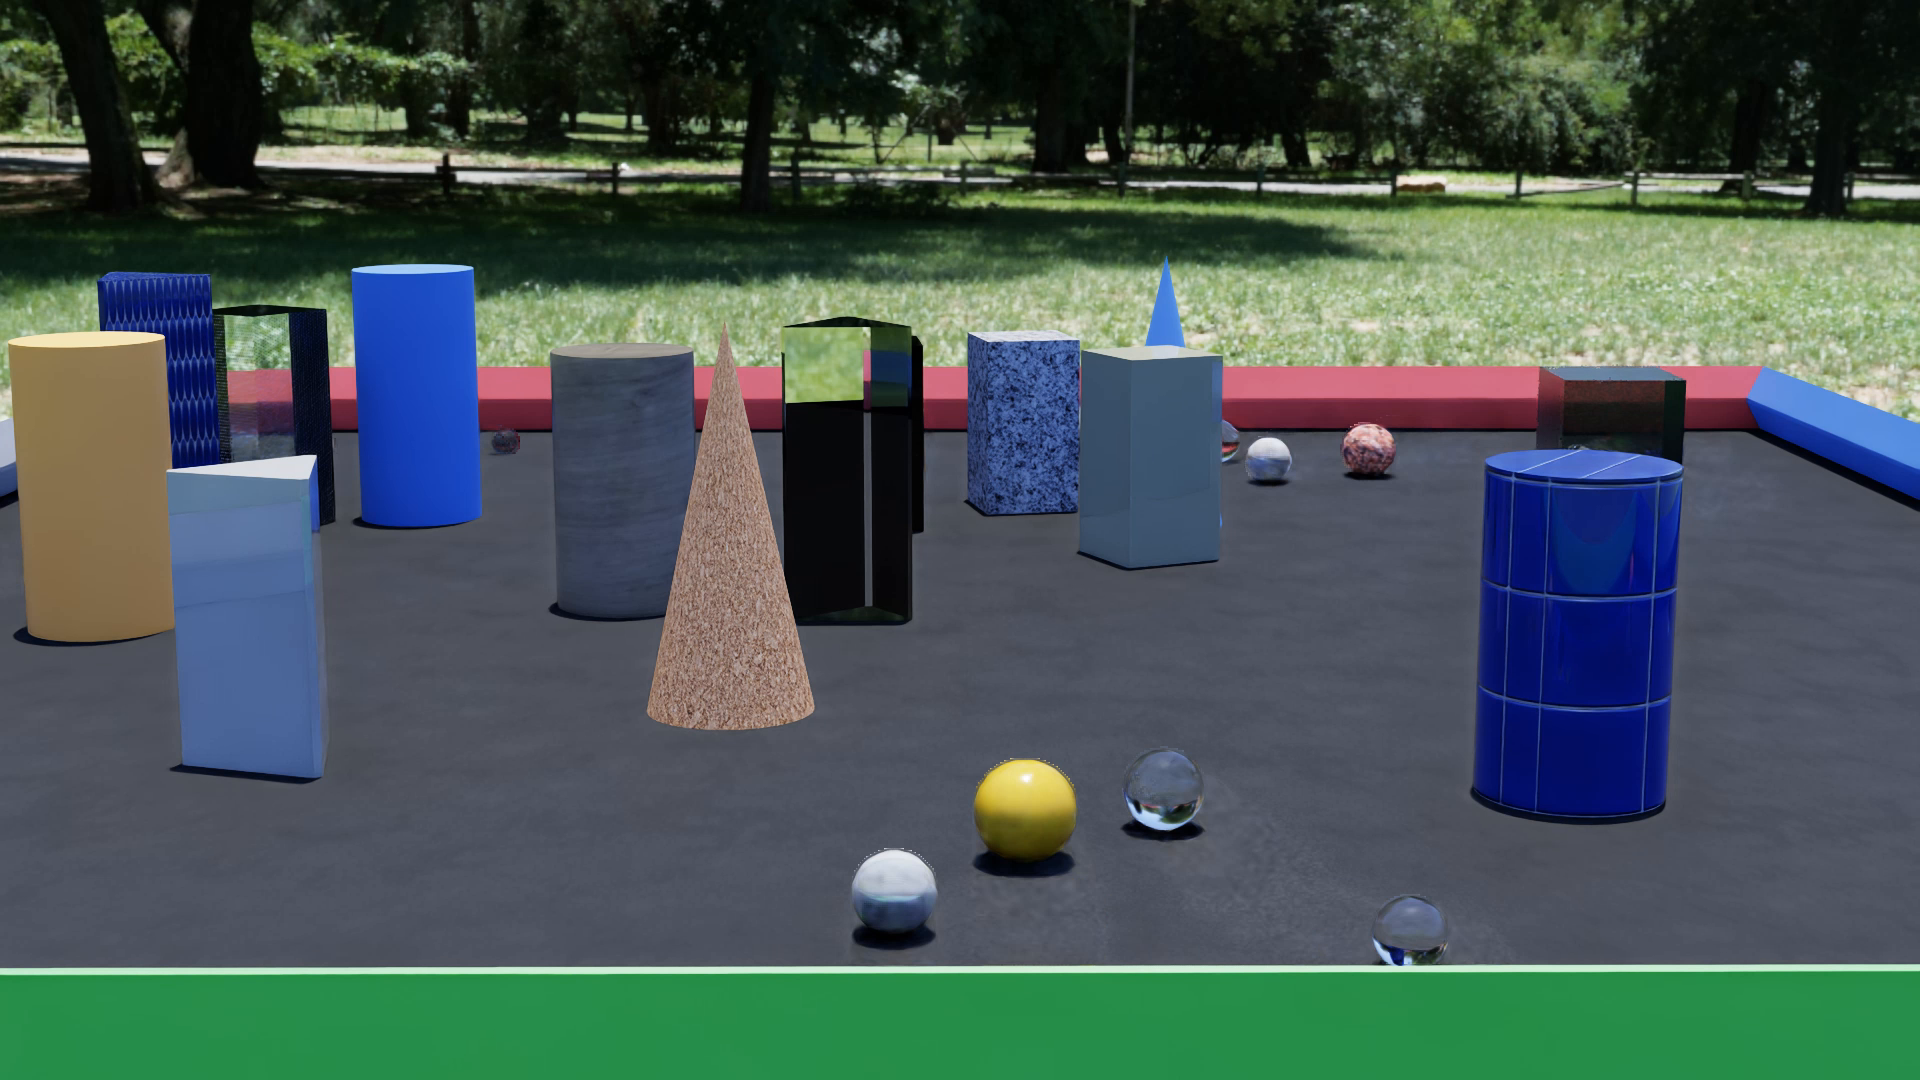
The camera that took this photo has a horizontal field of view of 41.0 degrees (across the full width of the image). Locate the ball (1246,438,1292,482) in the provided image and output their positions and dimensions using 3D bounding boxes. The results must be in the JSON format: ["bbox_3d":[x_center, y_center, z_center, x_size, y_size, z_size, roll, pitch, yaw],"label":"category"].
[{"bbox_3d":[0.542,-0.141,4.509,0.079,0.079,0.079,0,11,0],"label":"ball"}]

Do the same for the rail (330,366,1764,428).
[{"bbox_3d":[-0.010,-0.282,5.136,3.253,0.124,0.045,0,11,0],"label":"rail"}]

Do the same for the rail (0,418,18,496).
[{"bbox_3d":[-1.603,0.034,3.440,0.045,0.124,3.479,0,11,0],"label":"rail"}]

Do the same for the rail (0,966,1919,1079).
[{"bbox_3d":[0.010,0.346,1.763,3.253,0.124,0.045,0,11,0],"label":"rail"}]

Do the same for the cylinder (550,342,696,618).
[{"bbox_3d":[-0.453,-0.084,3.474,0.191,0.346,0.191,0,11,0],"label":"cylinder"}]

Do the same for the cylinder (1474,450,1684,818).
[{"bbox_3d":[0.618,0.089,2.572,0.191,0.335,0.191,0,11,0],"label":"cylinder"}]

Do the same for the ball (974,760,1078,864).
[{"bbox_3d":[0.060,0.250,2.363,0.096,0.096,0.096,0,11,0],"label":"ball"}]

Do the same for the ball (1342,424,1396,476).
[{"bbox_3d":[0.729,-0.161,4.576,0.094,0.094,0.094,0,11,0],"label":"ball"}]

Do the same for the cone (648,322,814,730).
[{"bbox_3d":[-0.262,-0.026,2.890,0.191,0.445,0.191,0,11,0],"label":"cone"}]

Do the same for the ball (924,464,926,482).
[{"bbox_3d":[-0.101,-0.112,4.323,0.090,0.090,0.090,0,11,0],"label":"ball"}]

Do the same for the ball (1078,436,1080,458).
[{"bbox_3d":[0.213,-0.197,4.778,0.090,0.090,0.090,0,11,0],"label":"ball"}]

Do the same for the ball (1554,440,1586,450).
[{"bbox_3d":[1.090,-0.147,4.586,0.063,0.063,0.063,0,11,0],"label":"ball"}]

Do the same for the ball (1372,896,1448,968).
[{"bbox_3d":[0.365,0.320,2.082,0.061,0.061,0.061,0,11,0],"label":"ball"}]

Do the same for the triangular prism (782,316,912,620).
[{"bbox_3d":[-0.150,-0.098,3.430,0.166,0.389,0.144,0,11,-2],"label":"triangular prism"}]

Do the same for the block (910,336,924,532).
[{"bbox_3d":[-0.140,-0.171,4.083,0.153,0.293,0.153,-1,11,-5],"label":"block"}]

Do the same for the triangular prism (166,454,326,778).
[{"bbox_3d":[-0.717,0.075,2.713,0.166,0.312,0.144,4,11,19],"label":"triangular prism"}]

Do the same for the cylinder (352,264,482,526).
[{"bbox_3d":[-0.875,-0.236,4.137,0.191,0.401,0.191,0,11,0],"label":"cylinder"}]

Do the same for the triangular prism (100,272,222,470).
[{"bbox_3d":[-1.182,-0.170,3.712,0.166,0.427,0.144,-9,14,-41],"label":"triangular prism"}]

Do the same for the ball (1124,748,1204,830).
[{"bbox_3d":[0.196,0.240,2.466,0.078,0.078,0.078,0,11,0],"label":"ball"}]

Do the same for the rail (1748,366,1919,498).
[{"bbox_3d":[1.603,0.030,3.458,0.045,0.124,3.479,0,11,0],"label":"rail"}]

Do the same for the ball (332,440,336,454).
[{"bbox_3d":[-1.172,-0.165,4.664,0.069,0.069,0.069,0,11,0],"label":"ball"}]

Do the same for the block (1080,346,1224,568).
[{"bbox_3d":[0.283,-0.127,3.817,0.153,0.305,0.153,-5,12,-25],"label":"block"}]

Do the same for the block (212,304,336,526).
[{"bbox_3d":[-1.109,-0.193,4.070,0.153,0.342,0.153,7,12,32],"label":"block"}]

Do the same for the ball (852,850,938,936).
[{"bbox_3d":[-0.056,0.298,2.166,0.072,0.072,0.072,0,11,0],"label":"ball"}]

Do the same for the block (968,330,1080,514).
[{"bbox_3d":[0.104,-0.197,4.253,0.153,0.283,0.153,-2,11,-12],"label":"block"}]

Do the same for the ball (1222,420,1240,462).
[{"bbox_3d":[0.476,-0.183,4.732,0.079,0.079,0.079,0,11,0],"label":"ball"}]

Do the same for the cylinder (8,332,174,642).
[{"bbox_3d":[-1.121,-0.073,3.329,0.191,0.376,0.191,0,11,0],"label":"cylinder"}]

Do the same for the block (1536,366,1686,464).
[{"bbox_3d":[0.842,-0.053,3.348,0.153,0.331,0.153,0,11,1],"label":"block"}]

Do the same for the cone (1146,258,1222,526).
[{"bbox_3d":[0.325,-0.238,4.075,0.191,0.428,0.191,0,11,0],"label":"cone"}]

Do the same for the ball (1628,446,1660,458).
[{"bbox_3d":[1.198,-0.133,4.503,0.065,0.065,0.065,0,11,0],"label":"ball"}]

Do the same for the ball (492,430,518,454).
[{"bbox_3d":[-0.855,-0.184,4.825,0.047,0.047,0.047,0,11,0],"label":"ball"}]
